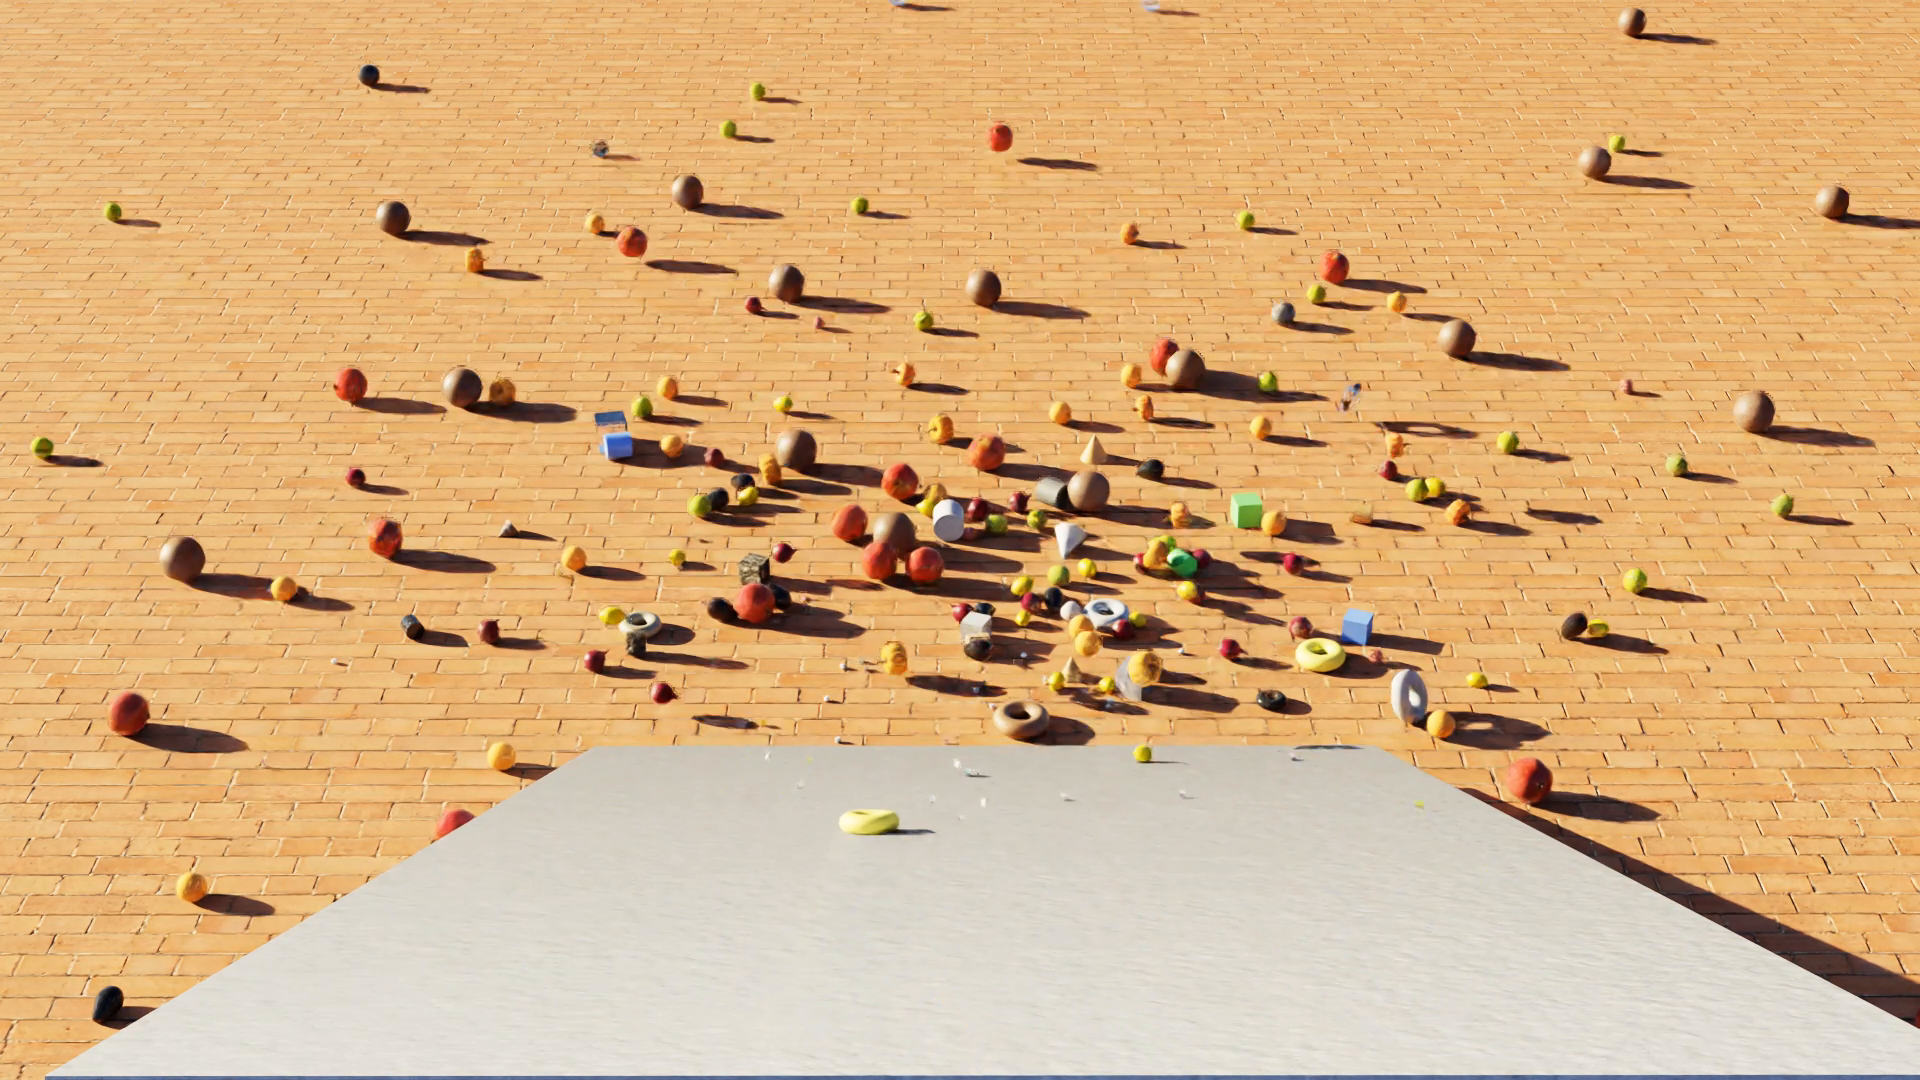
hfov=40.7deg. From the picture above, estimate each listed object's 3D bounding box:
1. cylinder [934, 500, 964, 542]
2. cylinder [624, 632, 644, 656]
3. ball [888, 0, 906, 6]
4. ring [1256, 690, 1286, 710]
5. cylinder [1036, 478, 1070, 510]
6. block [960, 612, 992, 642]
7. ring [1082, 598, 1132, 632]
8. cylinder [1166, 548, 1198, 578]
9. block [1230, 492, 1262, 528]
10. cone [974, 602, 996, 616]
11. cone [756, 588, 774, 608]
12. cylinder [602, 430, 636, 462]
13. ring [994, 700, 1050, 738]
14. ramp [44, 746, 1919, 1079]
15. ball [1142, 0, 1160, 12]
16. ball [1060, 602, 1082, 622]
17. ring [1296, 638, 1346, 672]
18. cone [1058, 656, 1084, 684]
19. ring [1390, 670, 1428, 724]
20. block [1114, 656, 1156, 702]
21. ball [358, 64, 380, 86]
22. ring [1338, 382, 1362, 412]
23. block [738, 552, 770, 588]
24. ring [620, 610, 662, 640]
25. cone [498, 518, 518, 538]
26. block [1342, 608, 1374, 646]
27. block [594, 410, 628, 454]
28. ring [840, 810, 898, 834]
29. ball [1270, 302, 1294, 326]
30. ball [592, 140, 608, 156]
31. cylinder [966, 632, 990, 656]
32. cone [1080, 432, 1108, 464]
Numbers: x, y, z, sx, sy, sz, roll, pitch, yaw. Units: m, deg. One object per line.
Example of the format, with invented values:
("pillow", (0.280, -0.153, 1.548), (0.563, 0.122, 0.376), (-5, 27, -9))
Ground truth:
("cylinder", (-0.034, -0.058, 7.767), (0.093, 0.093, 0.093), (-1, 29, -1))
("cylinder", (-0.903, 0.286, 7.178), (0.054, 0.054, 0.054), (0, 13, 0))
("ball", (-0.299, -2.583, 12.276), (0.097, 0.097, 0.097), (0, 29, 0))
("ring", (0.838, 0.430, 6.961), (0.083, 0.028, 0.083), (0, 28, 0))
("cylinder", (0.285, -0.144, 7.934), (0.079, 0.079, 0.079), (24, 37, 33))
("block", (0.045, 0.250, 7.246), (0.065, 0.065, 0.065), (12, 31, 20))
("ring", (0.416, 0.213, 7.331), (0.139, 0.046, 0.139), (-1, 30, 0))
("cylinder", (0.650, 0.068, 7.568), (0.066, 0.066, 0.066), (-16, 33, -27))
("block", (0.869, -0.090, 7.841), (0.077, 0.077, 0.077), (-5, 30, -9))
("cone", (0.066, 0.222, 7.330), (0.066, 0.066, 0.066), (4, 56, 8))
("cone", (-0.550, 0.177, 7.415), (0.056, 0.056, 0.056), (-21, 62, -32))
("cylinder", (-1.085, -0.300, 8.213), (0.080, 0.080, 0.080), (-26, 35, -12))
("ring", (0.163, 0.475, 6.859), (0.150, 0.050, 0.150), (0, 30, 0))
("ramp", (0.066, 0.587, 4.636), (2.000, 0.100, 4.000), (0, 0, 0))
("ball", (0.902, -2.537, 12.207), (0.085, 0.085, 0.085), (0, 29, 0))
("ball", (0.316, 0.205, 7.331), (0.059, 0.059, 0.059), (0, 29, 0))
("ring", (0.997, 0.318, 7.144), (0.138, 0.046, 0.138), (-1, 28, 0))
("cone", (0.304, 0.345, 7.070), (0.070, 0.070, 0.070), (0, 29, 0))
("ring", (1.196, 0.417, 6.882), (0.048, 0.144, 0.144), (-12, 17, 40))
("block", (0.474, 0.377, 7.003), (0.080, 0.080, 0.080), (15, 33, 25))
("ball", (-2.579, -2.027, 11.283), (0.096, 0.096, 0.096), (0, 29, 0))
("ring", (1.271, -0.463, 8.410), (0.036, 0.108, 0.108), (34, 41, 19))
("block", (-0.600, 0.087, 7.533), (0.068, 0.068, 0.068), (10, 31, 18))
("ring", (-0.900, 0.240, 7.288), (0.120, 0.040, 0.120), (0, 31, 0))
("cone", (-1.368, -0.025, 7.776), (0.058, 0.058, 0.058), (-39, 41, -11))
("block", (1.115, 0.244, 7.252), (0.069, 0.069, 0.069), (12, 31, 20))
("block", (-1.116, -0.347, 8.281), (0.095, 0.095, 0.095), (-7, 30, -13))
("ring", (-0.167, 0.518, 4.749), (0.110, 0.037, 0.110), (-1, 1, 0))
("ball", (1.135, -0.797, 9.095), (0.085, 0.085, 0.085), (0, 29, 0))
("ball", (-1.468, -1.595, 10.541), (0.066, 0.066, 0.066), (0, 29, 0))
("cylinder", (0.051, 0.290, 7.181), (0.059, 0.059, 0.059), (-6, 30, -11))
("cone", (0.427, -0.299, 8.200), (0.091, 0.091, 0.091), (0, 29, 0))
